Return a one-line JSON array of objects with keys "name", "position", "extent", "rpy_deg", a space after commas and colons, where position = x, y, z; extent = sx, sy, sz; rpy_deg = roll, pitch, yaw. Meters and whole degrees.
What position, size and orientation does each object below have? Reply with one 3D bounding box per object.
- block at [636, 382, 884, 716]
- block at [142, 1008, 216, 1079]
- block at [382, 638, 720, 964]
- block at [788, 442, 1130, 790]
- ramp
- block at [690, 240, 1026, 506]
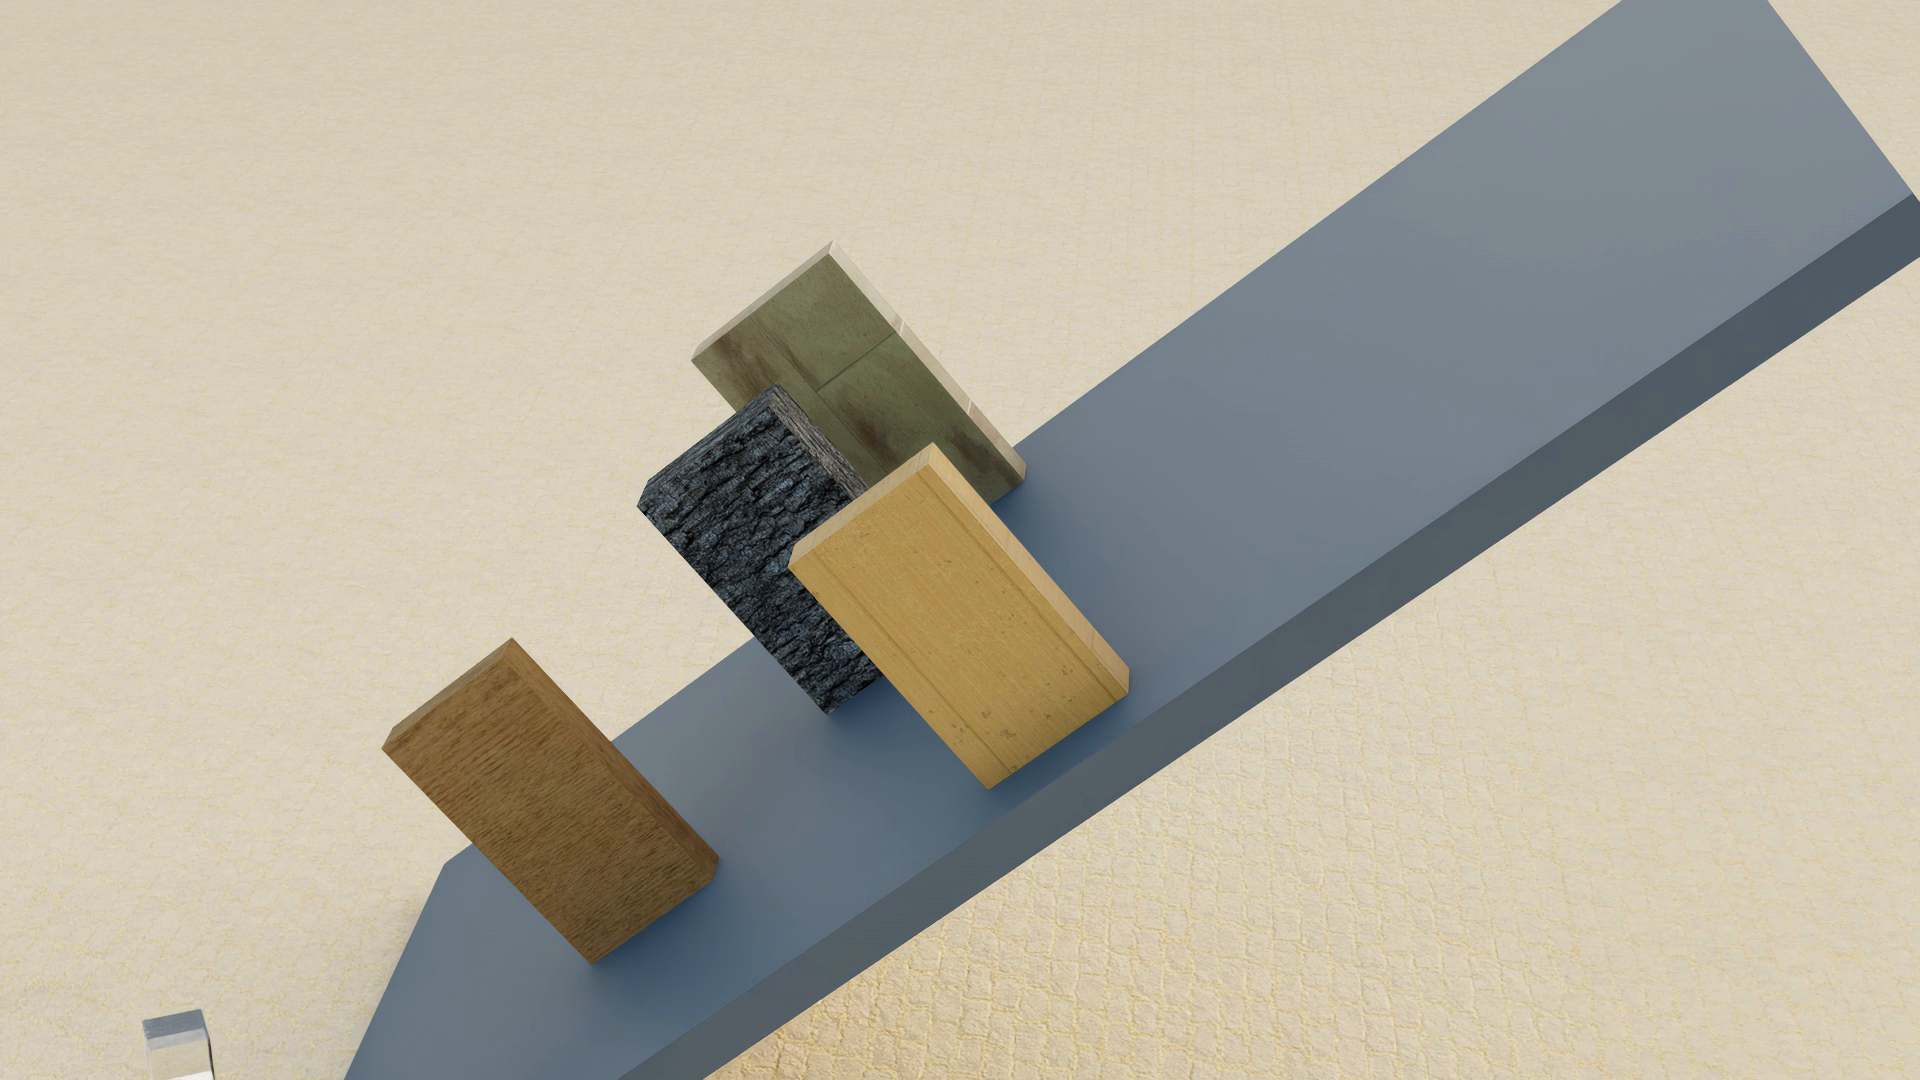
[{"name": "block", "position": [-0.349, 0.023, 6.506], "extent": [0.384, 0.642, 0.150], "rpy_deg": [-36, 16, 18]}, {"name": "block", "position": [-1.870, 1.231, 7.041], "extent": [0.140, 0.140, 0.140], "rpy_deg": [-9, 25, -20]}, {"name": "block", "position": [-0.865, 0.559, 6.241], "extent": [0.351, 0.660, 0.098], "rpy_deg": [-36, 16, 18]}, {"name": "block", "position": [0.002, 0.146, 5.459], "extent": [0.335, 0.581, 0.105], "rpy_deg": [-36, 16, 18]}, {"name": "ramp", "position": [0.120, 0.185, 6.341], "extent": [4.000, 0.100, 2.000], "rpy_deg": [-36, 16, 18]}, {"name": "block", "position": [-0.237, -0.302, 6.979], "extent": [0.429, 0.716, 0.102], "rpy_deg": [-36, 16, 18]}]
